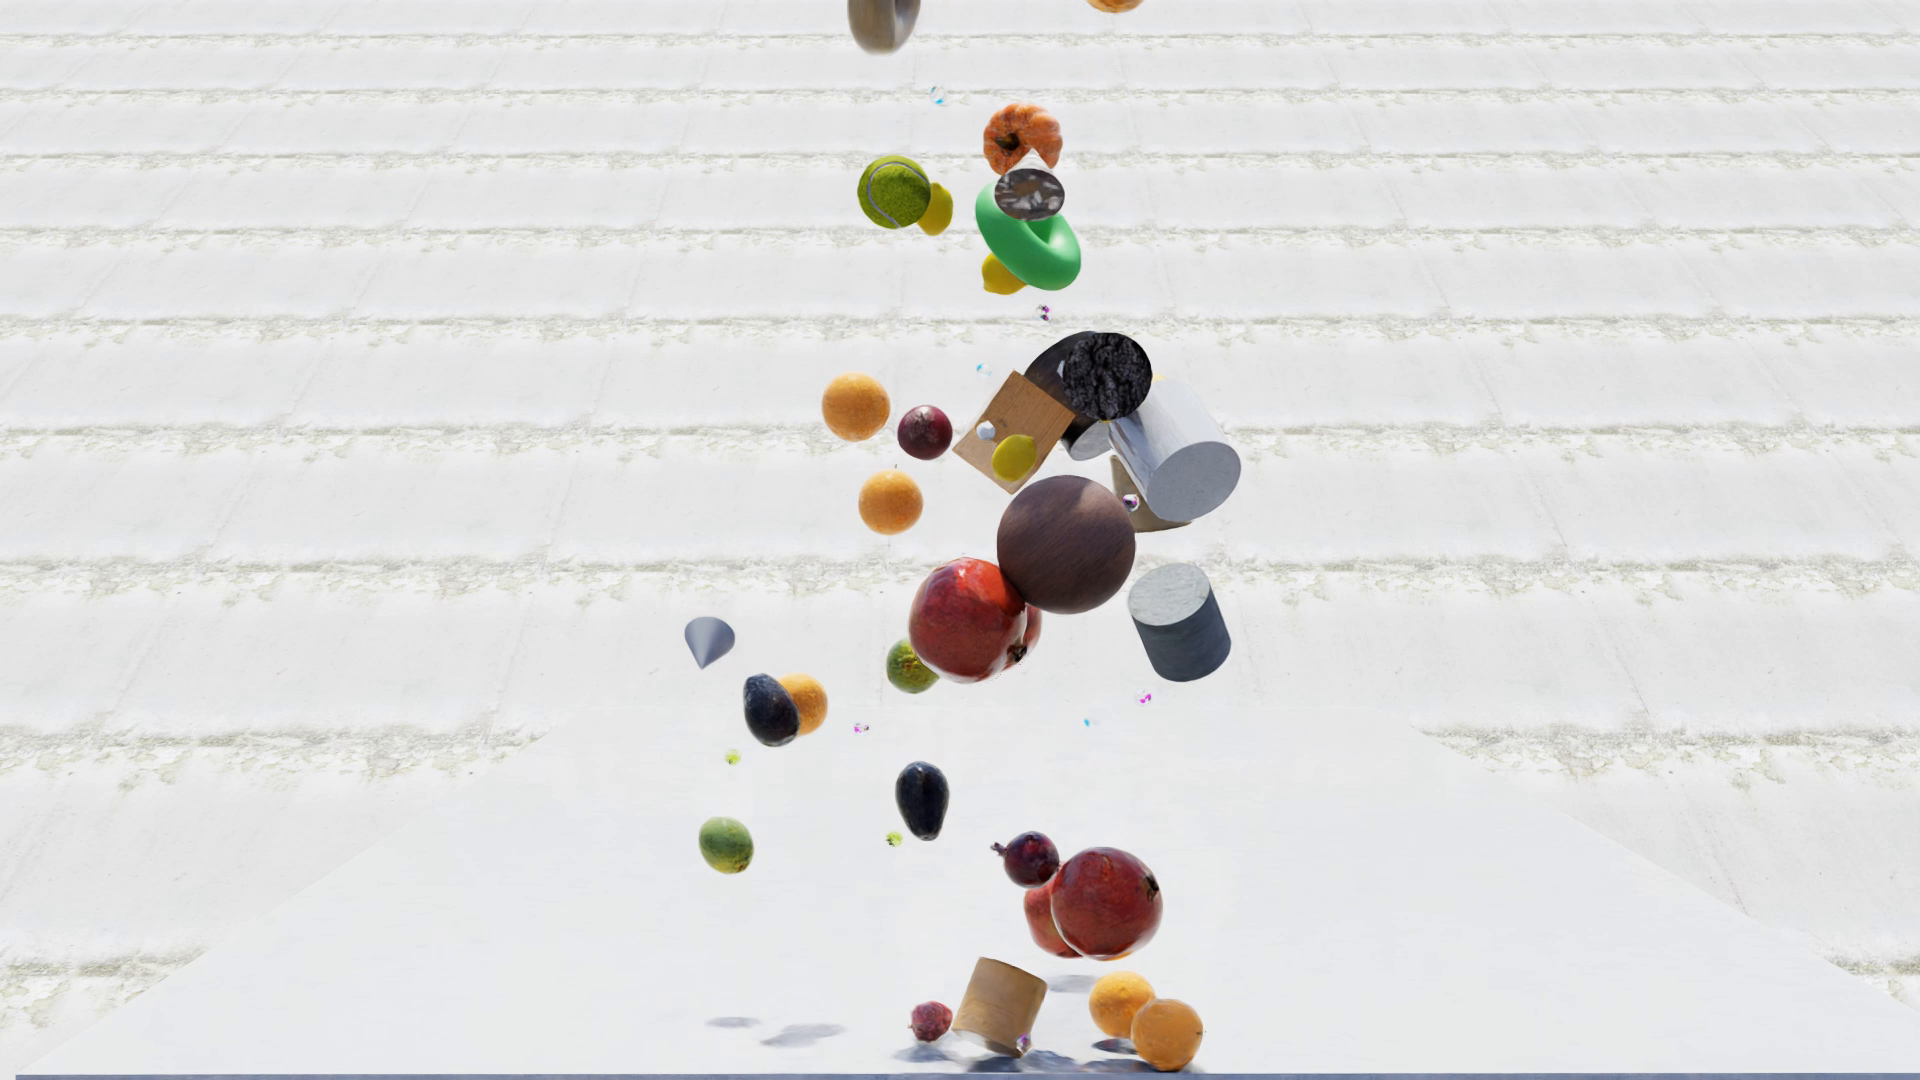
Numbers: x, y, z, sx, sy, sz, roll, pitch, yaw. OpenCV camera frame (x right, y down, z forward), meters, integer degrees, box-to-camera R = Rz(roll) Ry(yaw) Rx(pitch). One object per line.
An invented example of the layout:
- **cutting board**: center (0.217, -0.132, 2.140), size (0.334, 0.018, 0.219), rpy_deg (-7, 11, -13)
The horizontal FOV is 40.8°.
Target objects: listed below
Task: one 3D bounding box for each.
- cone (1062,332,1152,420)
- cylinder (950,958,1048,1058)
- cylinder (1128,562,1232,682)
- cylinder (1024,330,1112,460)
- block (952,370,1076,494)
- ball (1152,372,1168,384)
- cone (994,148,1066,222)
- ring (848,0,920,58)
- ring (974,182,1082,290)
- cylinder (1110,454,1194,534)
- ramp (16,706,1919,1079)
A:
- **cone**: center (0.145, -0.150, 2.496), size (0.086, 0.086, 0.086), rpy_deg (3, -8, 7)
- **cylinder**: center (0.041, 0.476, 2.623), size (0.077, 0.077, 0.077), rpy_deg (14, 70, 26)
- **cylinder**: center (0.199, 0.075, 2.331), size (0.076, 0.076, 0.076), rpy_deg (-14, 41, 13)
- **cylinder**: center (0.134, -0.154, 2.750), size (0.099, 0.099, 0.099), rpy_deg (-18, 66, -33)
- **block**: center (0.055, -0.112, 2.692), size (0.080, 0.080, 0.080), rpy_deg (36, 67, -5)
- **ball**: center (0.187, -0.136, 2.579), size (0.064, 0.064, 0.064), rpy_deg (0, 26, 0)
- **cone**: center (0.065, -0.338, 2.360), size (0.065, 0.065, 0.065), rpy_deg (2, 50, 4)
- **ring**: center (-0.066, -0.501, 2.329), size (0.043, 0.130, 0.130), rpy_deg (11, 27, 14)
- **ring**: center (0.067, -0.299, 2.524), size (0.128, 0.043, 0.128), rpy_deg (35, 32, -25)
- **cylinder**: center (0.194, -0.051, 2.622), size (0.076, 0.076, 0.076), rpy_deg (-8, 8, 1)
- **ramp**: center (0.058, 0.528, 4.565), size (2.000, 0.100, 4.000), rpy_deg (0, 2, 0)
